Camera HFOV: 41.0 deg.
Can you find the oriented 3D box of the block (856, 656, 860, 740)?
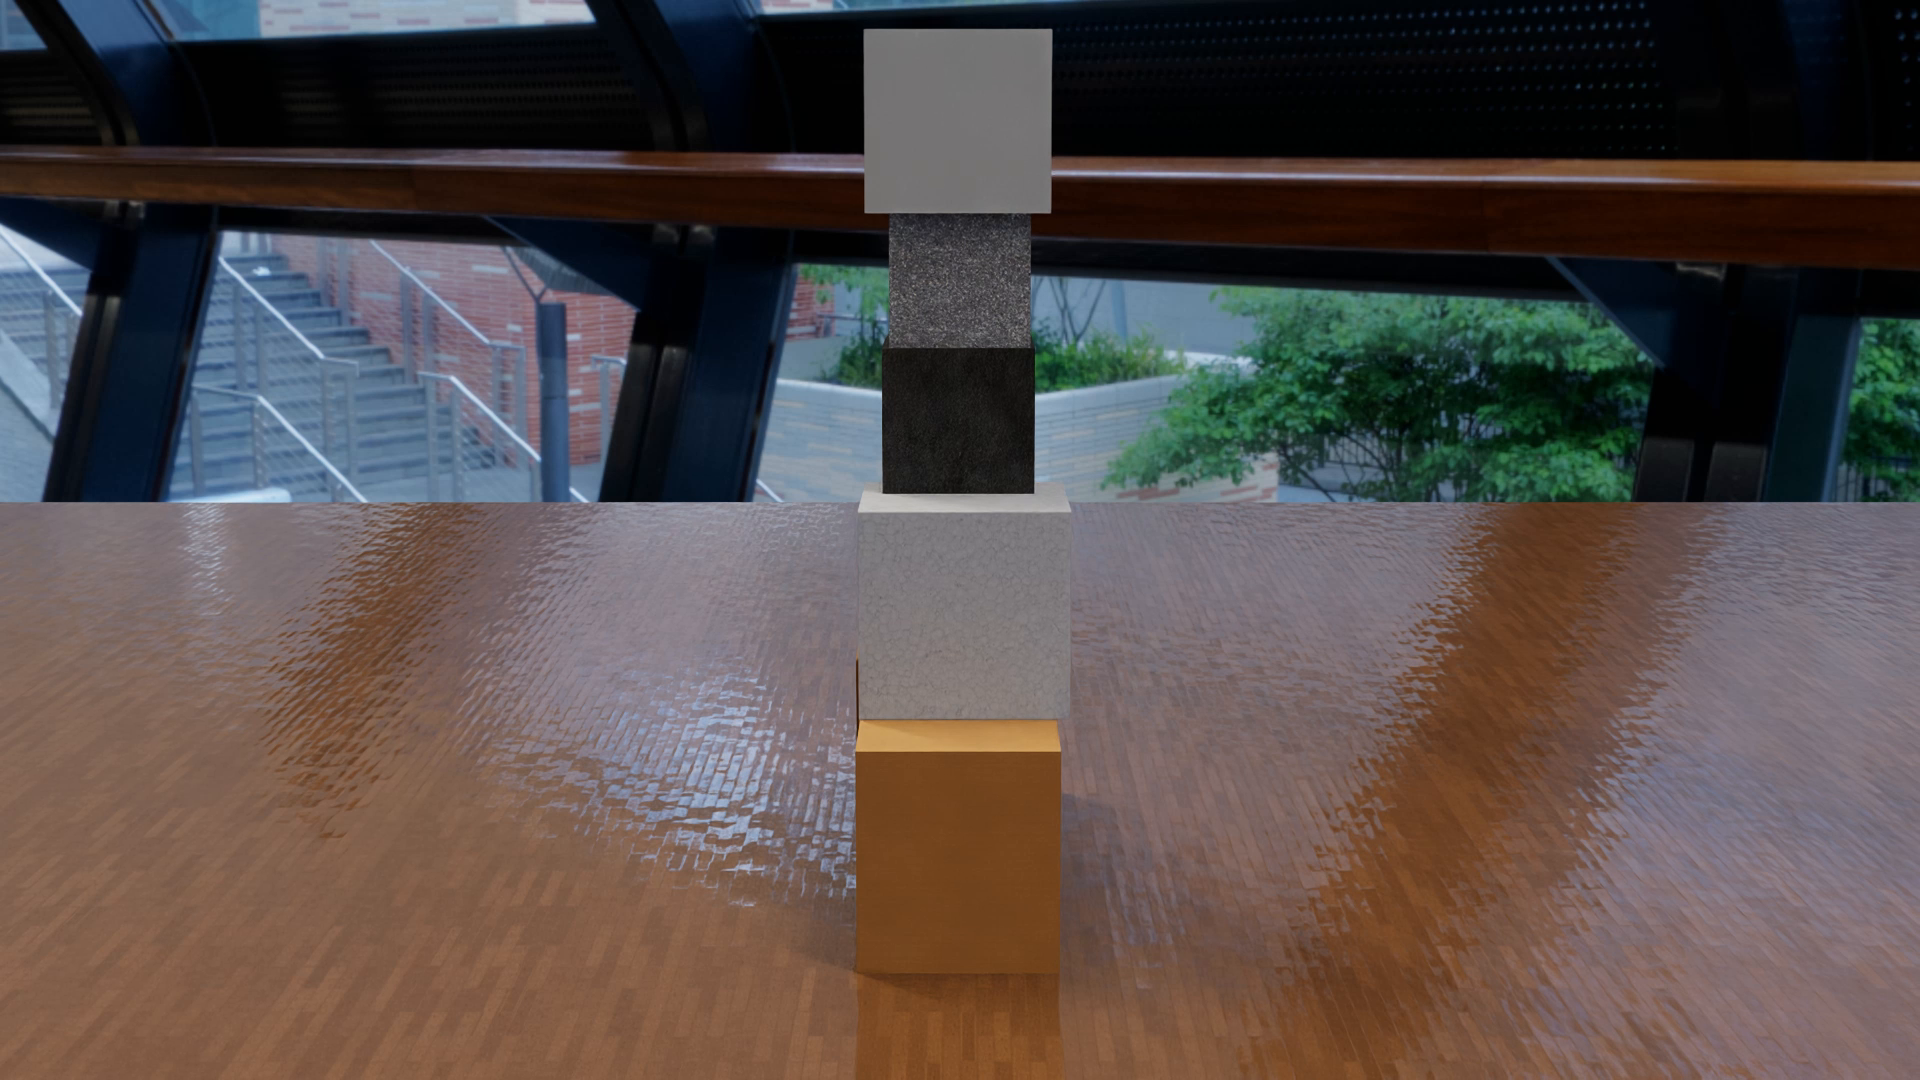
[{"bbox_3d":[-0.015,0.896,12.227,0.918,0.863,0.913,0,10,0],"label":"block"}]

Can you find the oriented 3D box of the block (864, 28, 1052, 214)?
[{"bbox_3d":[-0.009,-1.778,10.916,0.773,0.751,0.673,0,9,0],"label":"block"}]

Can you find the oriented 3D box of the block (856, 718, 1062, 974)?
[{"bbox_3d":[-0.007,1.193,10.478,0.801,0.904,0.843,0,10,0],"label":"block"}]

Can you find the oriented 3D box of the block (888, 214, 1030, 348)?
[{"bbox_3d":[0.000,-1.129,11.017,0.592,0.563,0.571,0,9,0],"label":"block"}]

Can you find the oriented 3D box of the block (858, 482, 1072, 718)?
[{"bbox_3d":[0.018,0.237,10.842,0.861,0.850,0.903,0,9,0],"label":"block"}]

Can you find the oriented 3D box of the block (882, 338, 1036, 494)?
[{"bbox_3d":[-0.006,-0.547,11.109,0.643,0.616,0.614,0,9,0],"label":"block"}]
